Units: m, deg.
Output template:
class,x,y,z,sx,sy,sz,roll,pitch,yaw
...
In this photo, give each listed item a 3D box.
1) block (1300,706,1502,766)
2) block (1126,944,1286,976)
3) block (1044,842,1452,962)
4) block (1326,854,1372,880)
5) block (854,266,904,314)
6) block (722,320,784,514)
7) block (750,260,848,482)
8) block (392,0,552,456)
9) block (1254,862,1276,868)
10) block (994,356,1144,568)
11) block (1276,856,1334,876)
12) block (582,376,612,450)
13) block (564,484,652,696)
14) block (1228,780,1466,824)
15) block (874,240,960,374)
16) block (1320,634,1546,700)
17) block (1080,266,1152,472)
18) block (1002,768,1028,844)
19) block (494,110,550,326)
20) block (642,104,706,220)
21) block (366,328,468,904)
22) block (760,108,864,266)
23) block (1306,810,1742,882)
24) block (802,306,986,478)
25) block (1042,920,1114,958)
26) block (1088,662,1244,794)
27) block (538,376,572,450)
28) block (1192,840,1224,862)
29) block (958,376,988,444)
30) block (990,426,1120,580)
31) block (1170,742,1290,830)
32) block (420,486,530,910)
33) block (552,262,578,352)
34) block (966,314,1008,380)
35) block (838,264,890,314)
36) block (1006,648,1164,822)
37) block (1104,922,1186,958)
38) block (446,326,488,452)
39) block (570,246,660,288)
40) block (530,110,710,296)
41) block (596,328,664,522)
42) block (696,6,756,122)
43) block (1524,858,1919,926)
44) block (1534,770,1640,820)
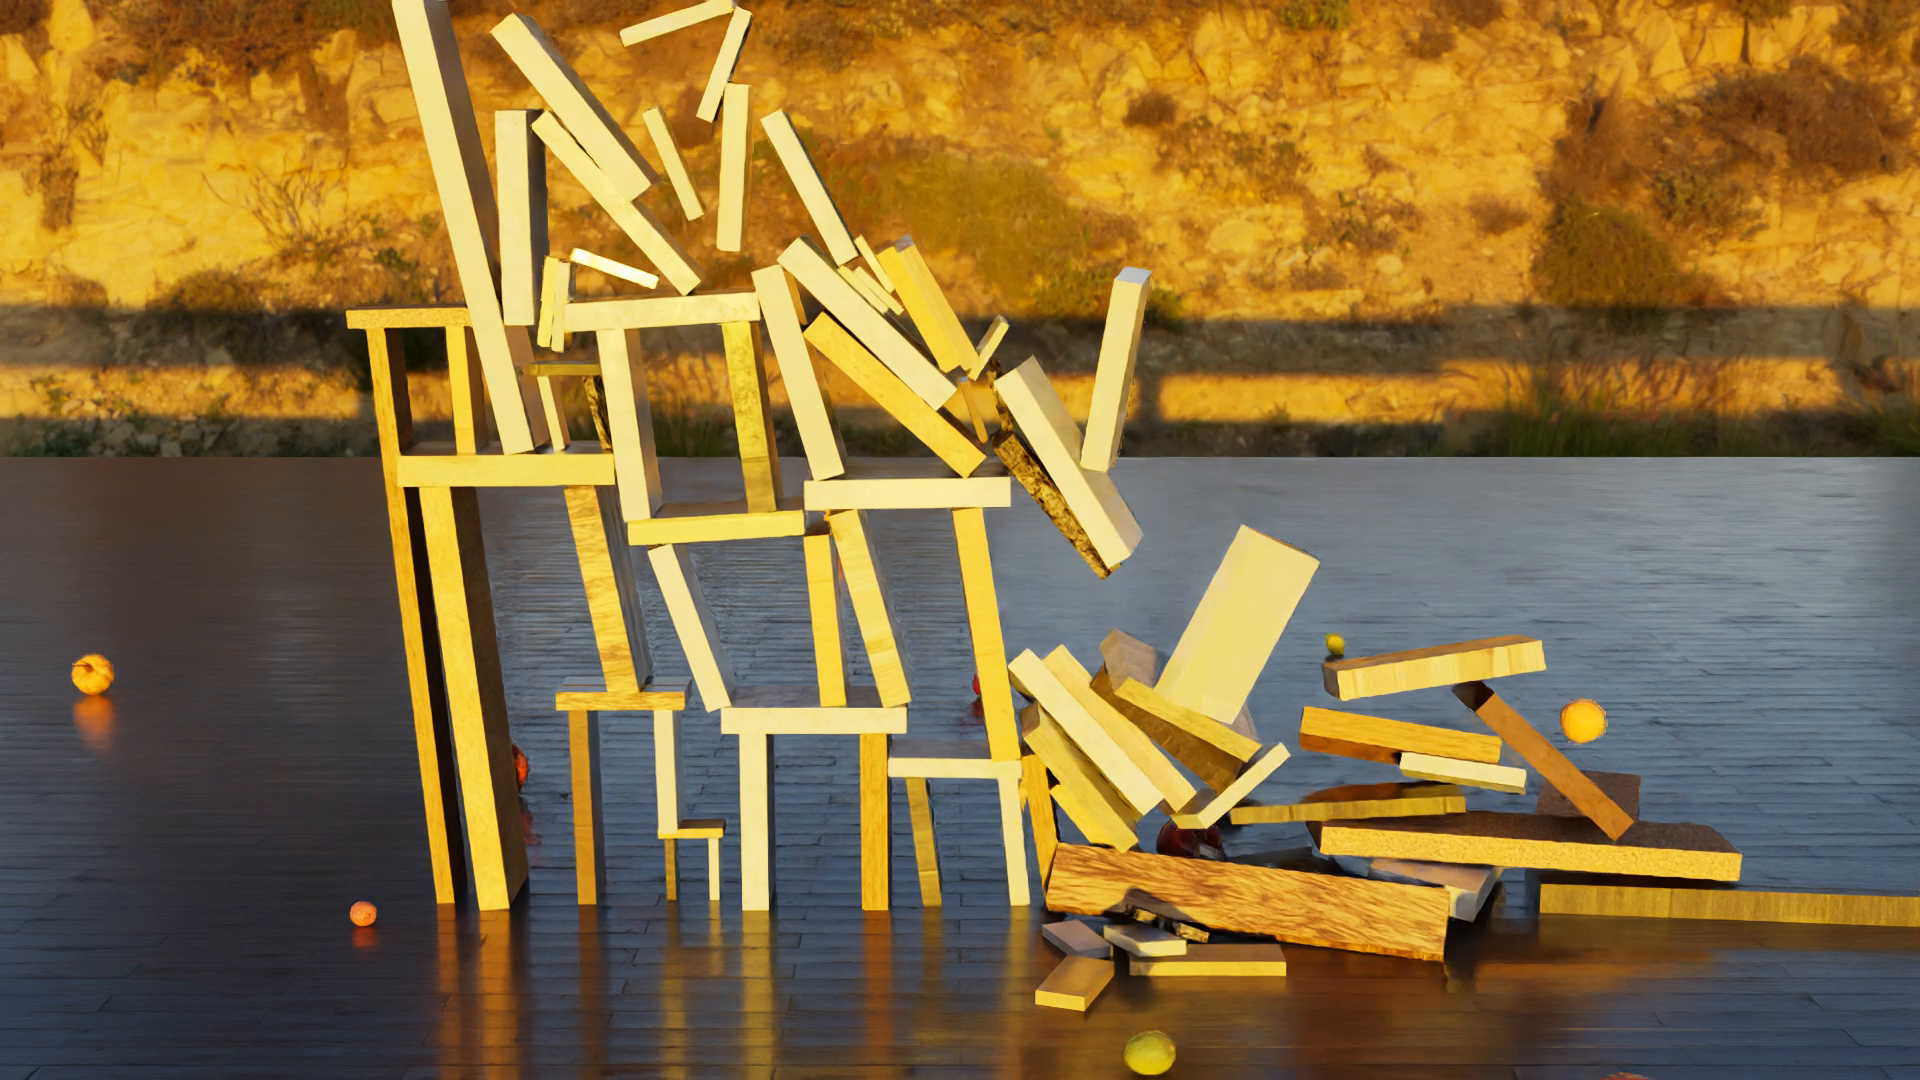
class,x,y,z,sx,sy,sz,roll,pitch,yaw
block,0.733,0.340,3.676,0.320,0.045,0.160,9,-13,11
block,0.374,0.639,3.348,0.235,0.021,0.075,0,11,0
block,0.450,0.569,3.471,0.627,0.108,0.030,5,-32,17
block,0.695,0.560,3.651,0.155,0.022,0.077,13,14,-11
block,-0.128,-0.396,3.486,0.098,0.014,0.049,43,6,-7
block,-0.331,-0.205,3.526,0.043,0.302,0.151,-7,10,1
block,-0.253,-0.275,3.507,0.048,0.340,0.170,-16,10,2
block,-0.767,-0.508,3.465,0.046,0.740,0.163,-12,10,3
block,0.548,0.557,3.674,0.140,0.020,0.070,19,11,-2
block,0.176,-0.127,3.510,0.043,0.344,0.150,-31,5,17
block,0.605,0.555,3.665,0.155,0.022,0.077,20,13,4
block,-0.575,-0.208,3.520,0.017,0.119,0.059,-14,10,5
block,-0.569,0.067,3.577,0.048,0.341,0.171,-10,10,2
block,0.633,0.433,3.634,0.380,0.028,0.099,-3,9,2
block,-0.068,-0.373,3.499,0.030,0.215,0.108,-30,14,4
block,0.767,0.206,3.586,0.328,0.047,0.164,-9,1,1
block,0.247,-0.272,3.476,0.043,0.301,0.150,12,17,8
block,0.098,0.459,3.793,0.017,0.123,0.062,15,10,-4
block,-0.685,-0.510,3.456,0.046,0.327,0.163,0,12,-1
block,-0.445,-0.590,3.430,0.025,0.176,0.088,-22,15,2
block,-0.882,0.124,3.586,0.028,0.948,0.100,-4,10,1
block,-0.231,-0.552,3.456,0.036,0.253,0.126,-28,6,4
block,0.924,0.495,3.633,0.677,0.045,0.160,4,9,0
block,-0.103,-0.240,3.509,0.340,0.048,0.170,41,7,-7
block,0.183,0.625,3.433,0.062,0.017,0.123,-5,11,-23
block,0.346,0.293,3.628,0.277,0.039,0.139,39,23,2
block,-0.649,-0.207,3.520,0.017,0.119,0.059,-11,10,2
block,0.456,0.549,3.663,0.140,0.020,0.070,26,10,-3
block,0.022,-0.212,3.558,0.015,0.104,0.052,-19,15,0
block,0.154,-0.065,3.586,0.039,0.277,0.139,-39,10,6
block,0.448,0.407,3.644,0.198,0.028,0.099,-37,7,-21
block,-0.794,0.244,3.610,0.048,0.700,0.171,-5,10,1
block,-0.628,-0.371,3.491,0.020,0.139,0.069,6,8,-2
block,0.042,-0.308,3.517,0.015,0.103,0.052,29,14,-15
block,-0.152,-0.398,3.482,0.098,0.014,0.049,44,7,-4
block,0.205,0.326,3.662,0.047,0.329,0.164,-42,-8,-7
block,0.282,0.611,3.364,0.075,0.021,0.149,0,1,-17
block,-0.788,-0.246,3.517,0.028,0.200,0.100,-3,11,1
block,-0.546,-0.432,3.489,0.139,0.020,0.069,19,7,-7
block,-0.533,-0.530,3.463,0.036,0.348,0.126,-41,8,6
block,-0.528,-0.192,3.524,0.043,0.302,0.151,-7,10,1
block,-0.362,-0.736,3.406,0.025,0.176,0.088,21,11,-6
block,1.662,0.581,3.583,1.426,0.049,0.173,1,11,6
block,1.155,0.495,4.044,0.173,0.049,0.347,4,11,18
